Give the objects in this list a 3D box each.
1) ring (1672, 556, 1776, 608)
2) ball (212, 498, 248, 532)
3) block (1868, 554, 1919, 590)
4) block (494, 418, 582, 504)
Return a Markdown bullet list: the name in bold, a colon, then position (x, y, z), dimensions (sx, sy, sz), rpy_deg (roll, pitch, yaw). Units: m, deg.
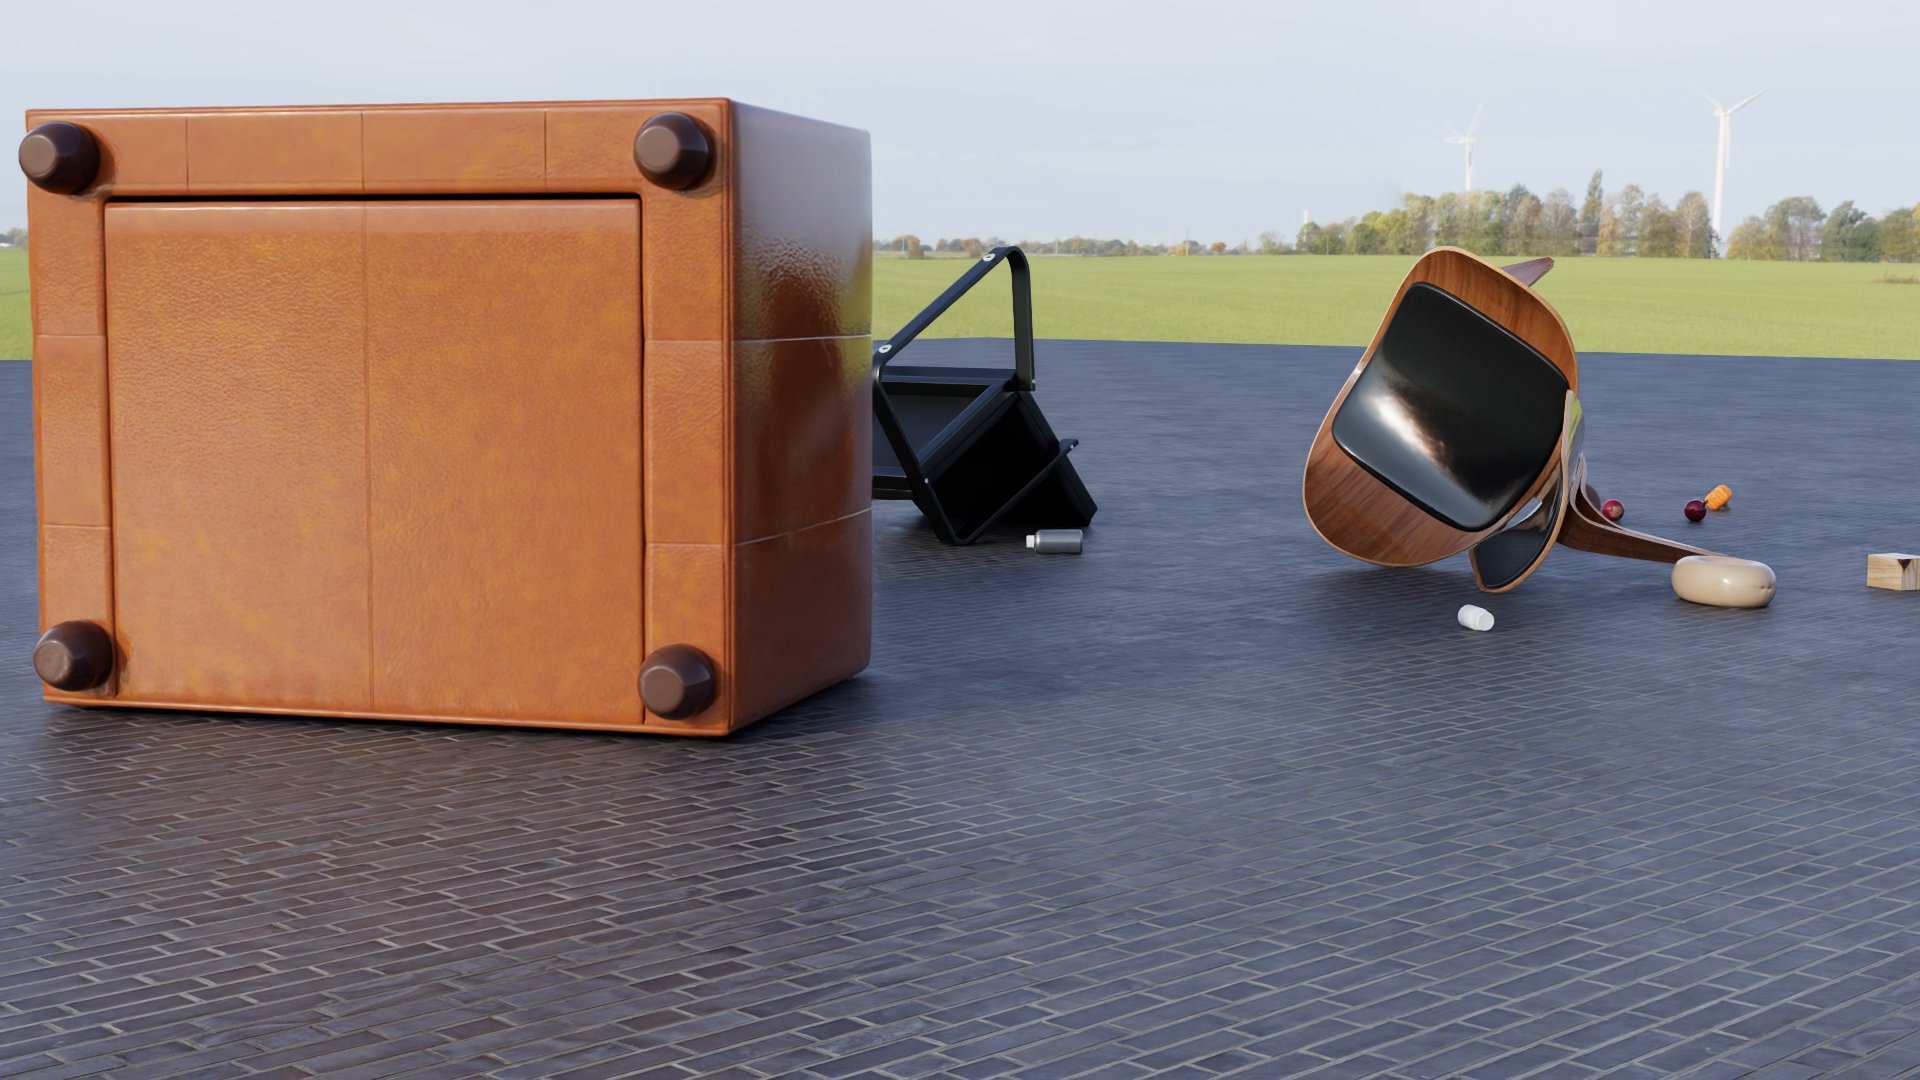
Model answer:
- **ring**: position (1.543, 0.084, 5.185), dimensions (0.170, 0.087, 0.242), rpy_deg (-1, 7, -26)
- **ball**: position (-1.877, -0.063, 6.591), dimensions (0.089, 0.089, 0.089), rpy_deg (0, 6, 0)
- **block**: position (1.989, 0.067, 5.440), dimensions (0.075, 0.066, 0.095), rpy_deg (-3, 7, -25)
- **block**: position (-1.239, -0.235, 7.542), dimensions (0.165, 0.236, 0.193), rpy_deg (4, 7, 37)
